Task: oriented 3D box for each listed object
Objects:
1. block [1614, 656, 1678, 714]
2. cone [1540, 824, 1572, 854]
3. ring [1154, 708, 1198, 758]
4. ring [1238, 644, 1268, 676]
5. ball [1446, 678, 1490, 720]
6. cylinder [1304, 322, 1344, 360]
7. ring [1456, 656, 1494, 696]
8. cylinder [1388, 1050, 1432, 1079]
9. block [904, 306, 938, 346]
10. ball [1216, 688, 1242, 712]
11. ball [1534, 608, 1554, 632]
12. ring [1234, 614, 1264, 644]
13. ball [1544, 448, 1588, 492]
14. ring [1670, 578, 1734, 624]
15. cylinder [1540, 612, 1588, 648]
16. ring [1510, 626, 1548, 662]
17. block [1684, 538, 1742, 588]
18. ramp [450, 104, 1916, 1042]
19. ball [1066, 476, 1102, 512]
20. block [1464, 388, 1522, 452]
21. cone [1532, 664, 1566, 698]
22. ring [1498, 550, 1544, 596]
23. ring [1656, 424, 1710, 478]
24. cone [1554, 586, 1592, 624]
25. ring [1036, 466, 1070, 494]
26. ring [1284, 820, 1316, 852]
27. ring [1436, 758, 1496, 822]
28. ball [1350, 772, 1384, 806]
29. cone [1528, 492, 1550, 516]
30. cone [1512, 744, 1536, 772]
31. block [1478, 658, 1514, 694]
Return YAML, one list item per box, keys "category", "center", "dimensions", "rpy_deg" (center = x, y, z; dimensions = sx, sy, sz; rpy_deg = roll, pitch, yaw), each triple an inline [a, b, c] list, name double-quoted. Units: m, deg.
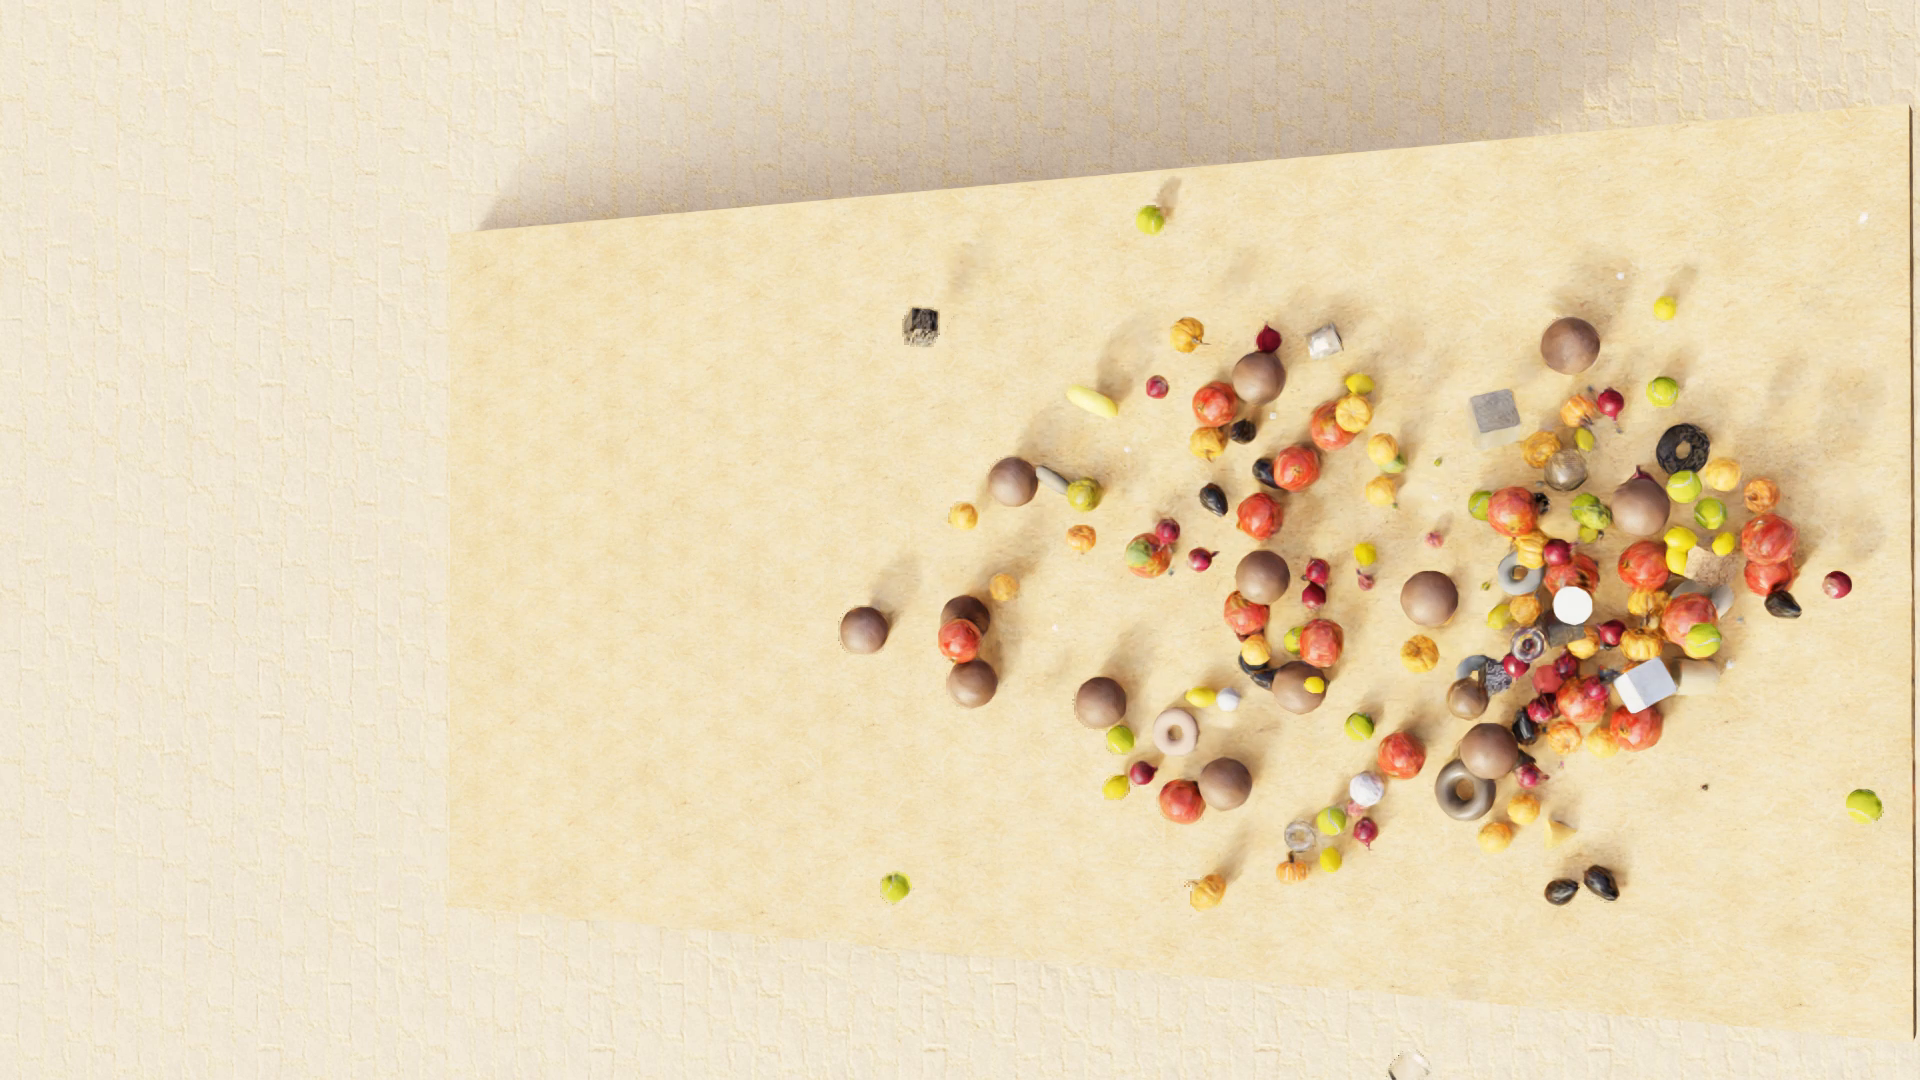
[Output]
- category: "block"
  center: [1.500, 0.318, 4.817]
  dimensions: [0.086, 0.086, 0.086]
  rpy_deg: [-26, 79, -10]
- category: "cone"
  center: [1.372, 0.665, 4.999]
  dimensions: [0.072, 0.072, 0.072]
  rpy_deg: [-22, 89, -28]
- category: "ring"
  center: [0.533, 0.476, 5.437]
  dimensions: [0.122, 0.041, 0.122]
  rpy_deg: [0, 89, 29]
- category: "ring"
  center: [0.714, 0.293, 5.352]
  dimensions: [0.077, 0.026, 0.077]
  rpy_deg: [0, 89, 28]
- category: "ball"
  center: [1.142, 0.358, 4.948]
  dimensions: [0.096, 0.096, 0.096]
  rpy_deg: [0, 89, 0]
- category: "cylinder"
  center: [0.868, -0.472, 5.240]
  dimensions: [0.070, 0.070, 0.070]
  rpy_deg: [-20, 89, 18]
- category: "ring"
  center: [1.188, 0.314, 5.035]
  dimensions: [0.106, 0.035, 0.106]
  rpy_deg: [-1, 70, 2]
- category: "cylinder"
  center: [1.039, 1.228, 5.083]
  dimensions: [0.071, 0.071, 0.071]
  rpy_deg: [44, 103, 0]
- category: "block"
  center: [-0.100, -0.551, 5.681]
  dimensions: [0.068, 0.068, 0.068]
  rpy_deg: [8, 58, -15]
- category: "ball"
  center: [0.656, 0.389, 5.363]
  dimensions: [0.059, 0.059, 0.059]
  rpy_deg: [0, 89, 0]
- category: "ball"
  center: [1.344, 0.194, 4.994]
  dimensions: [0.076, 0.076, 0.076]
  rpy_deg: [0, 89, 0]
- category: "ring"
  center: [0.706, 0.217, 5.358]
  dimensions: [0.077, 0.026, 0.077]
  rpy_deg: [-1, 88, 28]
- category: "ball"
  center: [1.360, -0.157, 4.938]
  dimensions: [0.097, 0.097, 0.097]
  rpy_deg: [0, 89, 0]
- category: "ring"
  center: [1.625, 0.132, 4.822]
  dimensions: [0.136, 0.136, 0.045]
  rpy_deg: [-28, 121, 0]
- category: "cylinder"
  center: [1.348, 0.195, 4.916]
  dimensions: [0.077, 0.077, 0.077]
  rpy_deg: [-19, 89, -4]
- category: "ring"
  center: [1.263, 0.232, 4.887]
  dimensions: [0.082, 0.027, 0.082]
  rpy_deg: [2, 100, 9]
- category: "block"
  center: [1.639, 0.049, 4.791]
  dimensions: [0.076, 0.076, 0.076]
  rpy_deg: [-14, 120, -35]
- category: "ramp"
  center: [0.277, 0.078, 5.655]
  dimensions: [4.000, 0.100, 2.000]
  rpy_deg: [0, 89, 28]
- category: "ball"
  center: [0.313, -0.114, 5.529]
  dimensions: [0.091, 0.091, 0.091]
  rpy_deg: [0, 89, 0]
- category: "block"
  center: [1.187, -0.267, 4.897]
  dimensions: [0.092, 0.092, 0.092]
  rpy_deg: [-13, 66, 1]
- category: "cone"
  center: [1.331, 0.323, 4.999]
  dimensions: [0.077, 0.077, 0.077]
  rpy_deg: [0, 89, 28]
- category: "ring"
  center: [1.284, 0.075, 5.037]
  dimensions: [0.109, 0.036, 0.109]
  rpy_deg: [-13, 64, 29]
- category: "ring"
  center: [1.602, -0.199, 4.873]
  dimensions: [0.122, 0.041, 0.122]
  rpy_deg: [-13, 70, 42]
- category: "cone"
  center: [1.369, 0.136, 4.884]
  dimensions: [0.085, 0.085, 0.085]
  rpy_deg: [6, 105, 25]
- category: "ring"
  center: [0.235, -0.152, 5.569]
  dimensions: [0.101, 0.101, 0.034]
  rpy_deg: [34, 86, 0]
- category: "ring"
  center: [0.818, 0.713, 5.294]
  dimensions: [0.078, 0.026, 0.078]
  rpy_deg: [0, 91, 28]
- category: "ring"
  center: [1.169, 0.579, 5.090]
  dimensions: [0.148, 0.049, 0.148]
  rpy_deg: [-5, 82, 37]
- category: "ball"
  center: [0.959, 0.587, 5.189]
  dimensions: [0.082, 0.082, 0.082]
  rpy_deg: [0, 89, 0]
- category: "cone"
  center: [1.317, -0.082, 4.959]
  dimensions: [0.056, 0.056, 0.056]
  rpy_deg: [1, 86, -8]
- category: "cone"
  center: [1.277, 0.491, 5.028]
  dimensions: [0.061, 0.061, 0.061]
  rpy_deg: [-28, 89, 0]
- category: "block"
  center: [1.212, 0.309, 4.982]
  dimensions: [0.058, 0.058, 0.058]
  rpy_deg: [15, 72, -5]
